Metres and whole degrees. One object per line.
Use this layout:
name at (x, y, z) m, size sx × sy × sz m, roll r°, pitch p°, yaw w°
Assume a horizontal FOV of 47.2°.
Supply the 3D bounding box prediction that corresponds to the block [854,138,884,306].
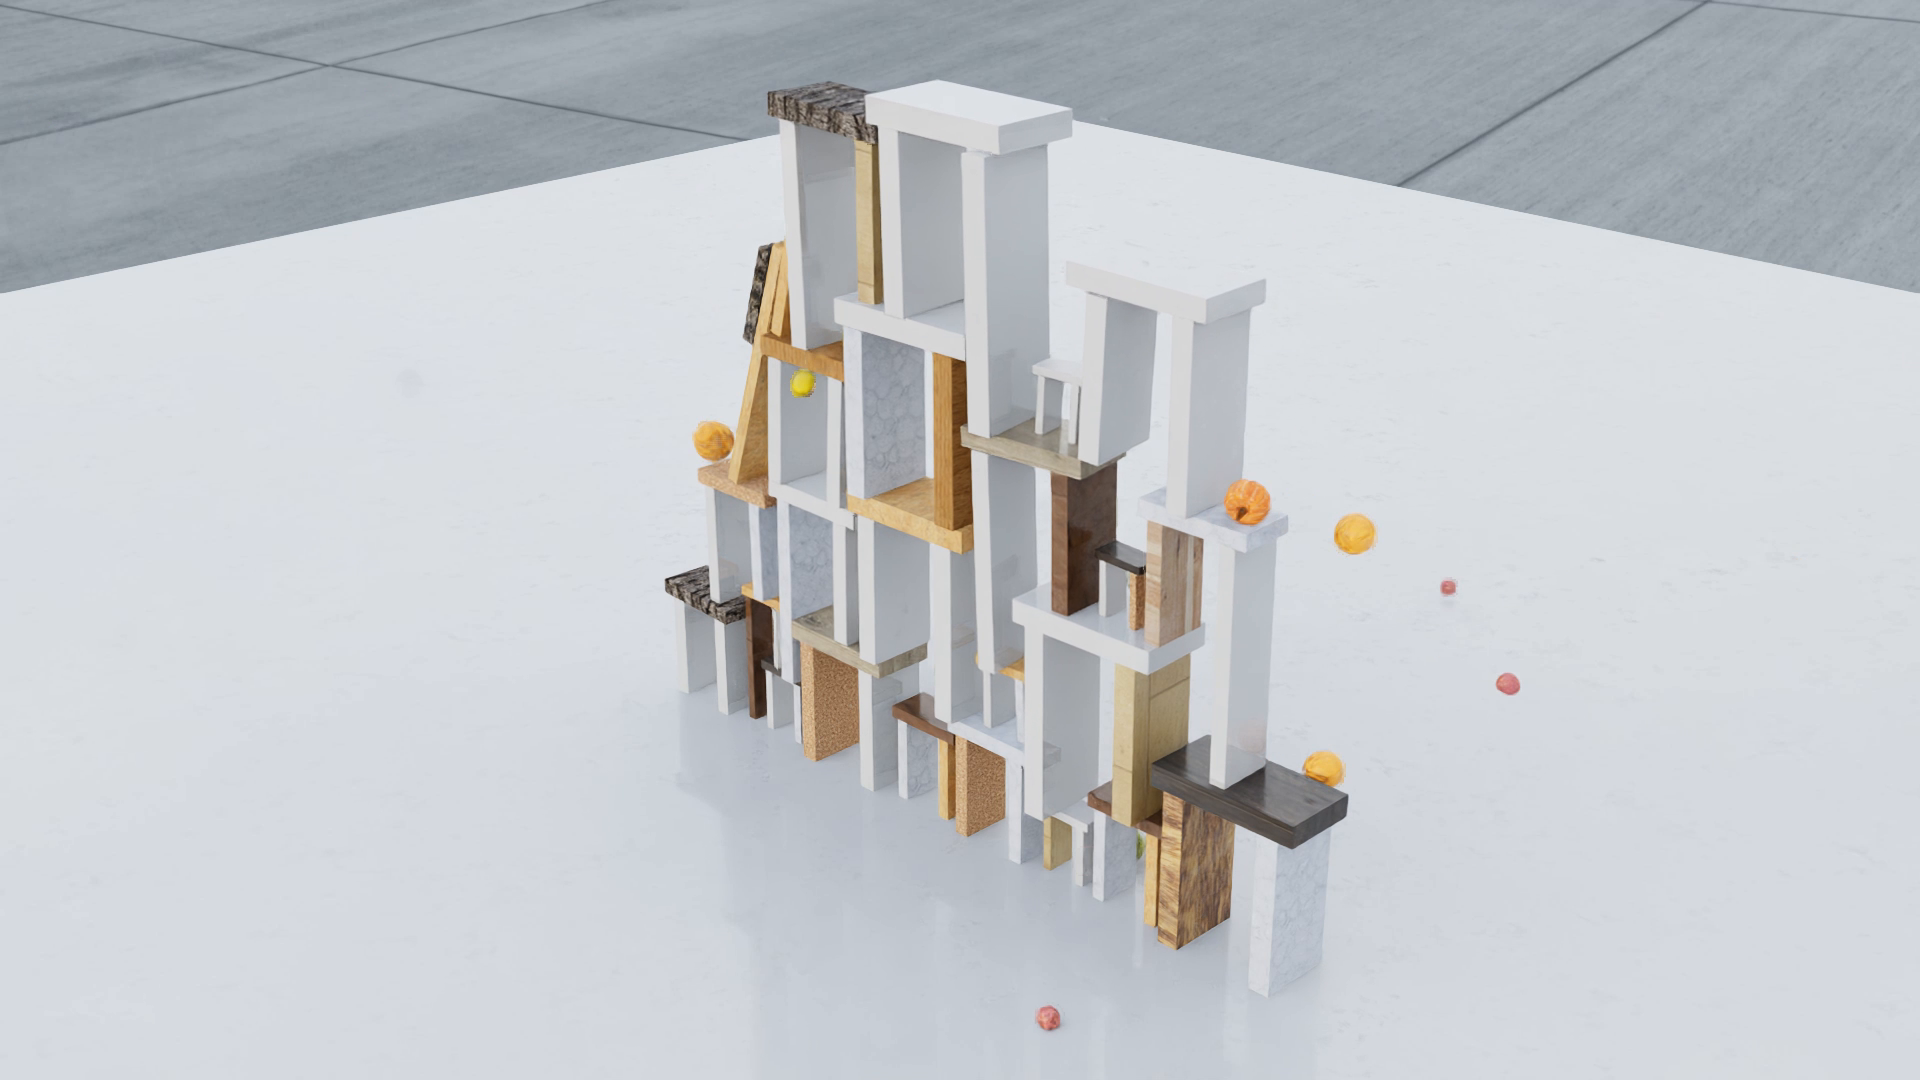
block at (-0.122, -0.605, 4.100) m, size 0.043 × 0.307 × 0.153 m, roll 21°, pitch 31°, yaw 40°

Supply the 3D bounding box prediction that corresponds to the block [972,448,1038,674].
block at (0.086, 0.022, 4.097) m, size 0.038 × 0.449 × 0.135 m, roll 18°, pitch 32°, yaw 37°

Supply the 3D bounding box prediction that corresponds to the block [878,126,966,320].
block at (-0.064, -0.596, 4.019) m, size 0.049 × 0.348 × 0.174 m, roll 21°, pitch 32°, yaw 40°

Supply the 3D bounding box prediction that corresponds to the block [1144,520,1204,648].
block at (0.373, 0.059, 3.829) m, size 0.033 × 0.233 × 0.117 m, roll 21°, pitch 32°, yaw 40°

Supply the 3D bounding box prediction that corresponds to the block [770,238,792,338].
block at (-0.312, -0.508, 4.345) m, size 0.103 × 0.207 × 0.029 m, roll -21°, pitch 45°, yaw -40°

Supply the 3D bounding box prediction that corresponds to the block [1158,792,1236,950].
block at (0.433, 0.575, 4.005) m, size 0.044 × 0.313 × 0.157 m, roll 21°, pitch 31°, yaw 41°

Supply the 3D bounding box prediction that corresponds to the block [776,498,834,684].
block at (-0.316, 0.092, 4.612) m, size 0.131 × 0.414 × 0.037 m, roll -21°, pitch 31°, yaw -40°

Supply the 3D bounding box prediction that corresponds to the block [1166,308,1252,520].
block at (0.413, -0.221, 3.661) m, size 0.043 × 0.347 × 0.152 m, roll 22°, pitch 32°, yaw 40°

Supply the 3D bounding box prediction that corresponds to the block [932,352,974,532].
block at (0.027, -0.203, 4.101) m, size 0.048 × 0.339 × 0.170 m, roll 20°, pitch 30°, yaw 40°

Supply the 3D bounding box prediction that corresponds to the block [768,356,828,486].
block at (-0.325, -0.257, 4.462) m, size 0.134 × 0.268 × 0.038 m, roll -21°, pitch 34°, yaw -40°

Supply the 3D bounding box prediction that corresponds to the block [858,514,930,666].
block at (-0.130, 0.078, 4.387) m, size 0.044 × 0.312 × 0.156 m, roll 21°, pitch 31°, yaw 40°

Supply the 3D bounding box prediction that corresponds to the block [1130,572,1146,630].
block at (0.325, 0.101, 3.888) m, size 0.055 × 0.110 × 0.016 m, roll -21°, pitch 31°, yaw -36°

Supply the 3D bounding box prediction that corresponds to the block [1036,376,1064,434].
block at (0.160, -0.248, 3.913) m, size 0.016 × 0.112 × 0.056 m, roll 23°, pitch 34°, yaw 35°

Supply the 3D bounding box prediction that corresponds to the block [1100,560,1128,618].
block at (0.275, 0.079, 3.940) m, size 0.055 × 0.110 × 0.016 m, roll -22°, pitch 32°, yaw -38°

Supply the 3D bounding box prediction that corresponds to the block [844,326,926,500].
block at (-0.144, -0.264, 4.246) m, size 0.048 × 0.339 × 0.170 m, roll 20°, pitch 30°, yaw 39°

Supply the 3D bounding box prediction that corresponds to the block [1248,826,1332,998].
block at (0.581, 0.633, 3.869) m, size 0.044 × 0.313 × 0.157 m, roll 21°, pitch 31°, yaw 41°

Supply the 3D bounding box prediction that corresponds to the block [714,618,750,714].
block at (-0.482, 0.261, 4.853) m, size 0.115 × 0.230 × 0.033 m, roll -21°, pitch 31°, yaw -41°

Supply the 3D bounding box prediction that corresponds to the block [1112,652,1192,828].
block at (0.347, 0.344, 3.983) m, size 0.045 × 0.320 × 0.160 m, roll 21°, pitch 31°, yaw 40°

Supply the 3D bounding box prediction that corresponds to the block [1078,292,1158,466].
block at (0.273, -0.295, 3.779) m, size 0.043 × 0.304 × 0.152 m, roll 22°, pitch 33°, yaw 34°

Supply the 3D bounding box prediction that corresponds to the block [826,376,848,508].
block at (-0.199, -0.207, 4.344) m, size 0.134 × 0.268 × 0.038 m, roll -21°, pitch 34°, yaw -40°

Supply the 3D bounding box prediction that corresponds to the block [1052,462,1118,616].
block at (0.223, -0.012, 3.950) m, size 0.038 × 0.271 × 0.135 m, roll 20°, pitch 31°, yaw 40°

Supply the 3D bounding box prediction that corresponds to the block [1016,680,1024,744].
block at (0.139, 0.315, 4.199) m, size 0.019 × 0.135 × 0.067 m, roll 21°, pitch 33°, yaw 40°

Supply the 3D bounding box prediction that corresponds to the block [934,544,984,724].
block at (0.021, 0.161, 4.266) m, size 0.044 × 0.370 × 0.156 m, roll 21°, pitch 31°, yaw 41°

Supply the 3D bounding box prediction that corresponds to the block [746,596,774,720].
block at (-0.432, 0.249, 4.801) m, size 0.068 × 0.292 × 0.019 m, roll -21°, pitch 31°, yaw -40°

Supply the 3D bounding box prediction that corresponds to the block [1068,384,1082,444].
block at (0.216, -0.229, 3.867) m, size 0.016 × 0.112 × 0.056 m, roll 22°, pitch 34°, yaw 33°

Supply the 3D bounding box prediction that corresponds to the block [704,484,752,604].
block at (-0.493, -0.004, 4.758) m, size 0.109 × 0.267 × 0.031 m, roll -21°, pitch 30°, yaw -41°

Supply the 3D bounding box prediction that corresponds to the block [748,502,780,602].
block at (-0.390, 0.012, 4.654) m, size 0.109 × 0.218 × 0.031 m, roll -21°, pitch 30°, yaw -40°

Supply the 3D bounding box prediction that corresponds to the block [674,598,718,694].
block at (-0.585, 0.220, 4.949) m, size 0.033 × 0.230 × 0.115 m, roll 18°, pitch 29°, yaw 37°

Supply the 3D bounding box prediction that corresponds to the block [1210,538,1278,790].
block at (0.486, 0.203, 3.780) m, size 0.033 × 0.458 × 0.117 m, roll 21°, pitch 31°, yaw 40°

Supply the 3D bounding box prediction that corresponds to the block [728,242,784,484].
block at (-0.380, -0.361, 4.480) m, size 0.103 × 0.561 × 0.029 m, roll -21°, pitch 49°, yaw -40°

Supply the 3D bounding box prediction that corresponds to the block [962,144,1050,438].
block at (0.083, -0.446, 3.875) m, size 0.049 × 0.509 × 0.174 m, roll 18°, pitch 31°, yaw 36°

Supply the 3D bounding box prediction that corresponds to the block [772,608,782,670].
block at (-0.363, 0.206, 4.697) m, size 0.068 × 0.135 × 0.019 m, roll -10°, pitch 25°, yaw -22°

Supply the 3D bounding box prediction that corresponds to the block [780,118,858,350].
block at (-0.265, -0.602, 4.262) m, size 0.153 × 0.445 × 0.043 m, roll -21°, pitch 29°, yaw -40°

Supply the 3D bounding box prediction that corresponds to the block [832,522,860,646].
block at (-0.195, 0.072, 4.465) m, size 0.131 × 0.263 × 0.037 m, roll -21°, pitch 31°, yaw -40°

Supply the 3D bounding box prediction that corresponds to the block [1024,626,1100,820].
block at (0.193, 0.320, 4.135) m, size 0.045 × 0.394 × 0.160 m, roll 21°, pitch 32°, yaw 40°

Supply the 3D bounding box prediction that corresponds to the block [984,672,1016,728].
block at (0.077, 0.291, 4.255) m, size 0.068 × 0.135 × 0.019 m, roll -23°, pitch 33°, yaw -38°
